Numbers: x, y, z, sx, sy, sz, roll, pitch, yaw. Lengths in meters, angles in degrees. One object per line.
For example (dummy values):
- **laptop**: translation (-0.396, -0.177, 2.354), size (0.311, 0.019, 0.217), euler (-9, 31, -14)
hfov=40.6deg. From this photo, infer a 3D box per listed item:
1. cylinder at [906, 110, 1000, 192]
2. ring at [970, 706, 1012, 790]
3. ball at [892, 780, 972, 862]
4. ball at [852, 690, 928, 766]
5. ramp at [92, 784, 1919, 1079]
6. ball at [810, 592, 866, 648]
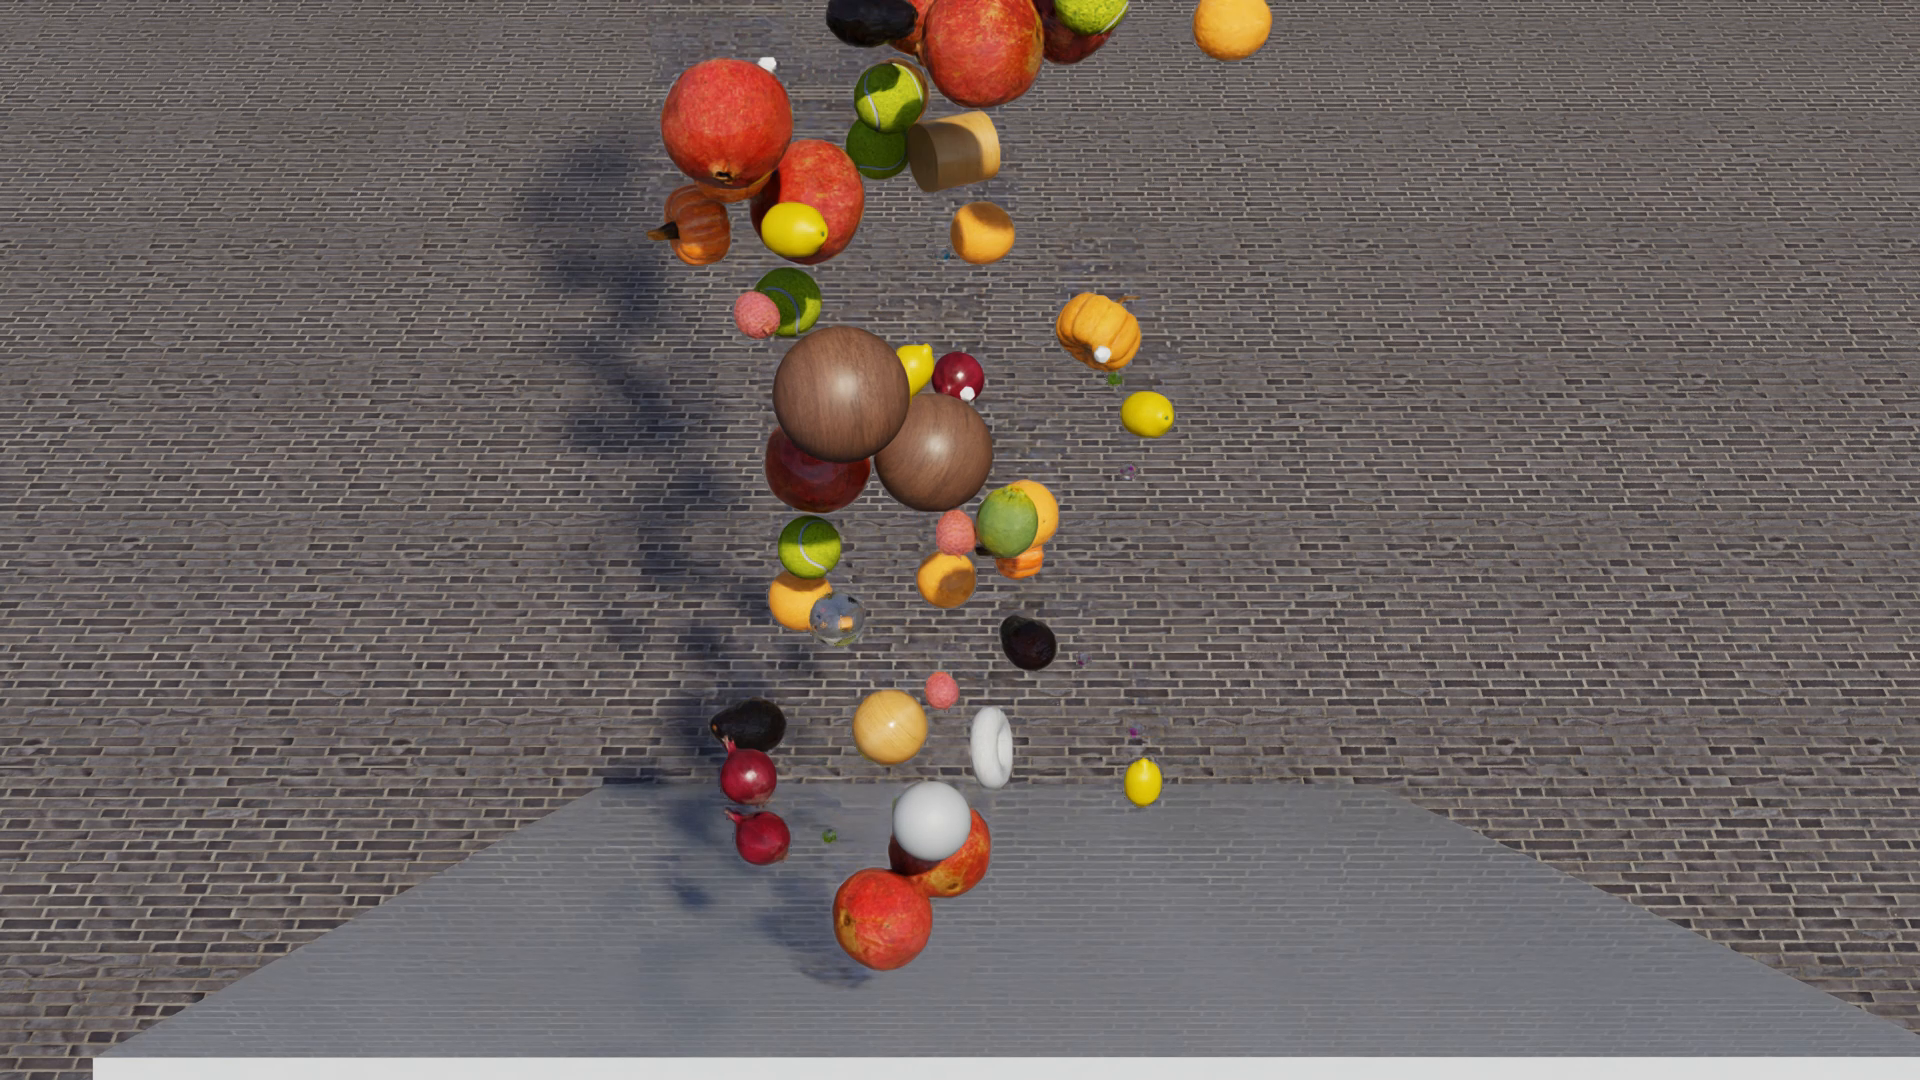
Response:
- **cylinder**: translation (-0.007, -0.395, 2.639), size (0.071, 0.071, 0.071), euler (-16, 36, -23)
- **ring**: translation (0.037, 0.243, 3.032), size (0.033, 0.098, 0.098), euler (-4, 32, 17)
- **ball**: translation (-0.030, 0.298, 2.751), size (0.085, 0.085, 0.085), euler (0, 33, 0)
- **ball**: translation (-0.074, 0.199, 2.755), size (0.081, 0.081, 0.081), euler (0, 33, 0)
- **ramp**: translation (0.074, 0.644, 4.768), size (2.000, 0.100, 4.000), euler (0, -1, 0)
- **ball**: translation (-0.129, 0.084, 2.735), size (0.059, 0.059, 0.059), euler (0, 33, 0)
